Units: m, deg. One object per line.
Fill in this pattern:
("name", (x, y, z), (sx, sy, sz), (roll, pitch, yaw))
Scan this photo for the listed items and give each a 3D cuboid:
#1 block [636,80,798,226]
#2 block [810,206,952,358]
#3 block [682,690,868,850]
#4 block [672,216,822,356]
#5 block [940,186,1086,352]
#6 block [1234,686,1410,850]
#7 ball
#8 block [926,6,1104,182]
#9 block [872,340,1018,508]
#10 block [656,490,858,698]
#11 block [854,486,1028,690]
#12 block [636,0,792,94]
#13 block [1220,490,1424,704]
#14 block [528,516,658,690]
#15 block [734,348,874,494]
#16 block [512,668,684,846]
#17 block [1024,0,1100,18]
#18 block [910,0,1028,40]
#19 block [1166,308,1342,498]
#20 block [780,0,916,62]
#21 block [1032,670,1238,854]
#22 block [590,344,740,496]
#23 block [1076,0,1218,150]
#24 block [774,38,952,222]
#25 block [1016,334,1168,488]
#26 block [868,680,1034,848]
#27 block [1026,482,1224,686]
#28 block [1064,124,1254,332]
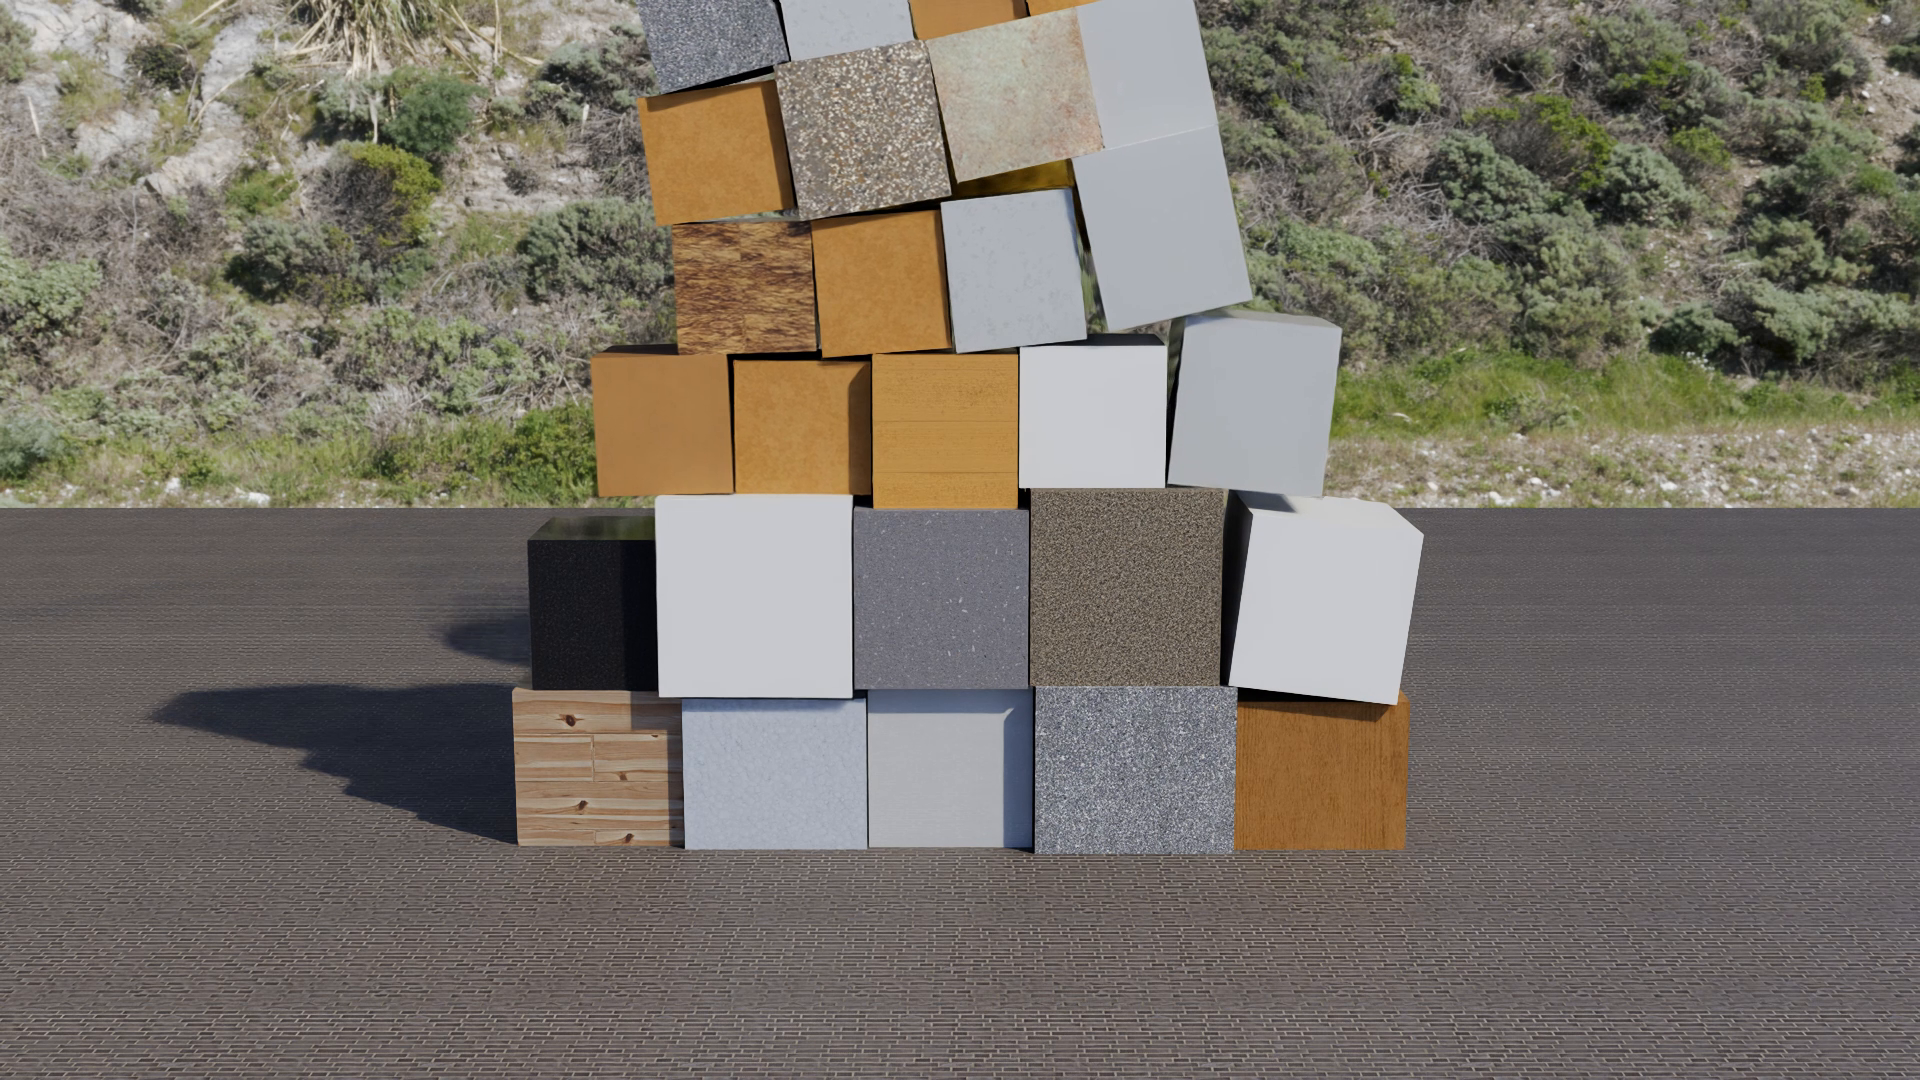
("block", (-1.166, -1.908, 10.835), (0.672, 0.611, 0.641), (-7, 10, 1))
("block", (-0.379, -1.294, 10.934), (0.629, 0.667, 0.632), (-4, 10, 1))
("block", (-0.923, 1.095, 11.368), (0.911, 0.778, 0.828), (0, 10, 0))
("block", (-1.043, -1.277, 10.962), (0.671, 0.628, 0.673), (-2, 10, 0))
("block", (0.261, -1.357, 10.928), (0.634, 0.727, 0.701), (-6, 10, 1))
("block", (1.802, 1.102, 11.372), (0.856, 0.762, 0.841), (0, 10, 0))
("ball", (0.000, -2.241, 13.105), (1.600, 1.600, 1.600), (0, 10, 0))
("block", (0.265, -2.170, 10.773), (0.718, 0.681, 0.719), (-12, 10, 2))
("block", (-0.071, -0.591, 11.062), (0.704, 0.752, 0.761), (0, 10, 0))
("block", (-1.005, 0.205, 11.220), (0.952, 0.986, 0.960), (0, 10, 0))
("block", (-0.092, 0.214, 11.216), (0.854, 0.889, 0.938), (0, 10, 0))
("block", (-1.184, -2.543, 10.706), (0.628, 0.608, 0.720), (-14, 10, 3))
("block", (1.785, 0.261, 11.207), (0.837, 0.859, 0.940), (7, 10, -1))
("block", (-1.814, 0.312, 11.244), (0.634, 0.763, 0.706), (0, 10, 0))
("block", (-0.769, -0.604, 11.078), (0.671, 0.660, 0.614), (0, 10, 0))
("block", (-1.810, 1.080, 11.389), (0.841, 0.800, 0.750), (0, 10, 0))
("block", (0.541, -2.908, 10.651), (0.571, 0.655, 0.591), (-13, 10, 2))
("block", (0.008, -2.743, 10.669), (0.530, 0.556, 0.483), (-11, 10, 2))
("block", (1.433, -0.711, 11.040), (0.761, 0.831, 0.686), (5, 10, -1))
("block", (-0.567, -2.722, 10.680), (0.592, 0.718, 0.678), (-9, 10, 2))
("block", (0.868, 1.059, 11.359), (0.991, 0.852, 0.973), (0, 10, 0))
("block", (-1.453, -0.618, 11.067), (0.661, 0.681, 0.681), (-2, 10, 0))
("block", (0.889, -2.312, 10.767), (0.555, 0.684, 0.636), (-13, 10, 2))
("block", (-0.461, -2.010, 10.806), (0.734, 0.741, 0.719), (-9, 10, 2))
("block", (0.648, -0.660, 11.068), (0.715, 0.696, 0.705), (0, 10, 0))
("block", (-0.047, 1.063, 11.373), (0.820, 0.839, 0.776), (0, 10, 0))
("block", (0.812, 0.164, 11.191), (0.935, 0.969, 0.890), (0, 10, 0))
("block", (0.968, -1.556, 10.902), (0.709, 0.849, 0.809), (-13, 10, 2))
